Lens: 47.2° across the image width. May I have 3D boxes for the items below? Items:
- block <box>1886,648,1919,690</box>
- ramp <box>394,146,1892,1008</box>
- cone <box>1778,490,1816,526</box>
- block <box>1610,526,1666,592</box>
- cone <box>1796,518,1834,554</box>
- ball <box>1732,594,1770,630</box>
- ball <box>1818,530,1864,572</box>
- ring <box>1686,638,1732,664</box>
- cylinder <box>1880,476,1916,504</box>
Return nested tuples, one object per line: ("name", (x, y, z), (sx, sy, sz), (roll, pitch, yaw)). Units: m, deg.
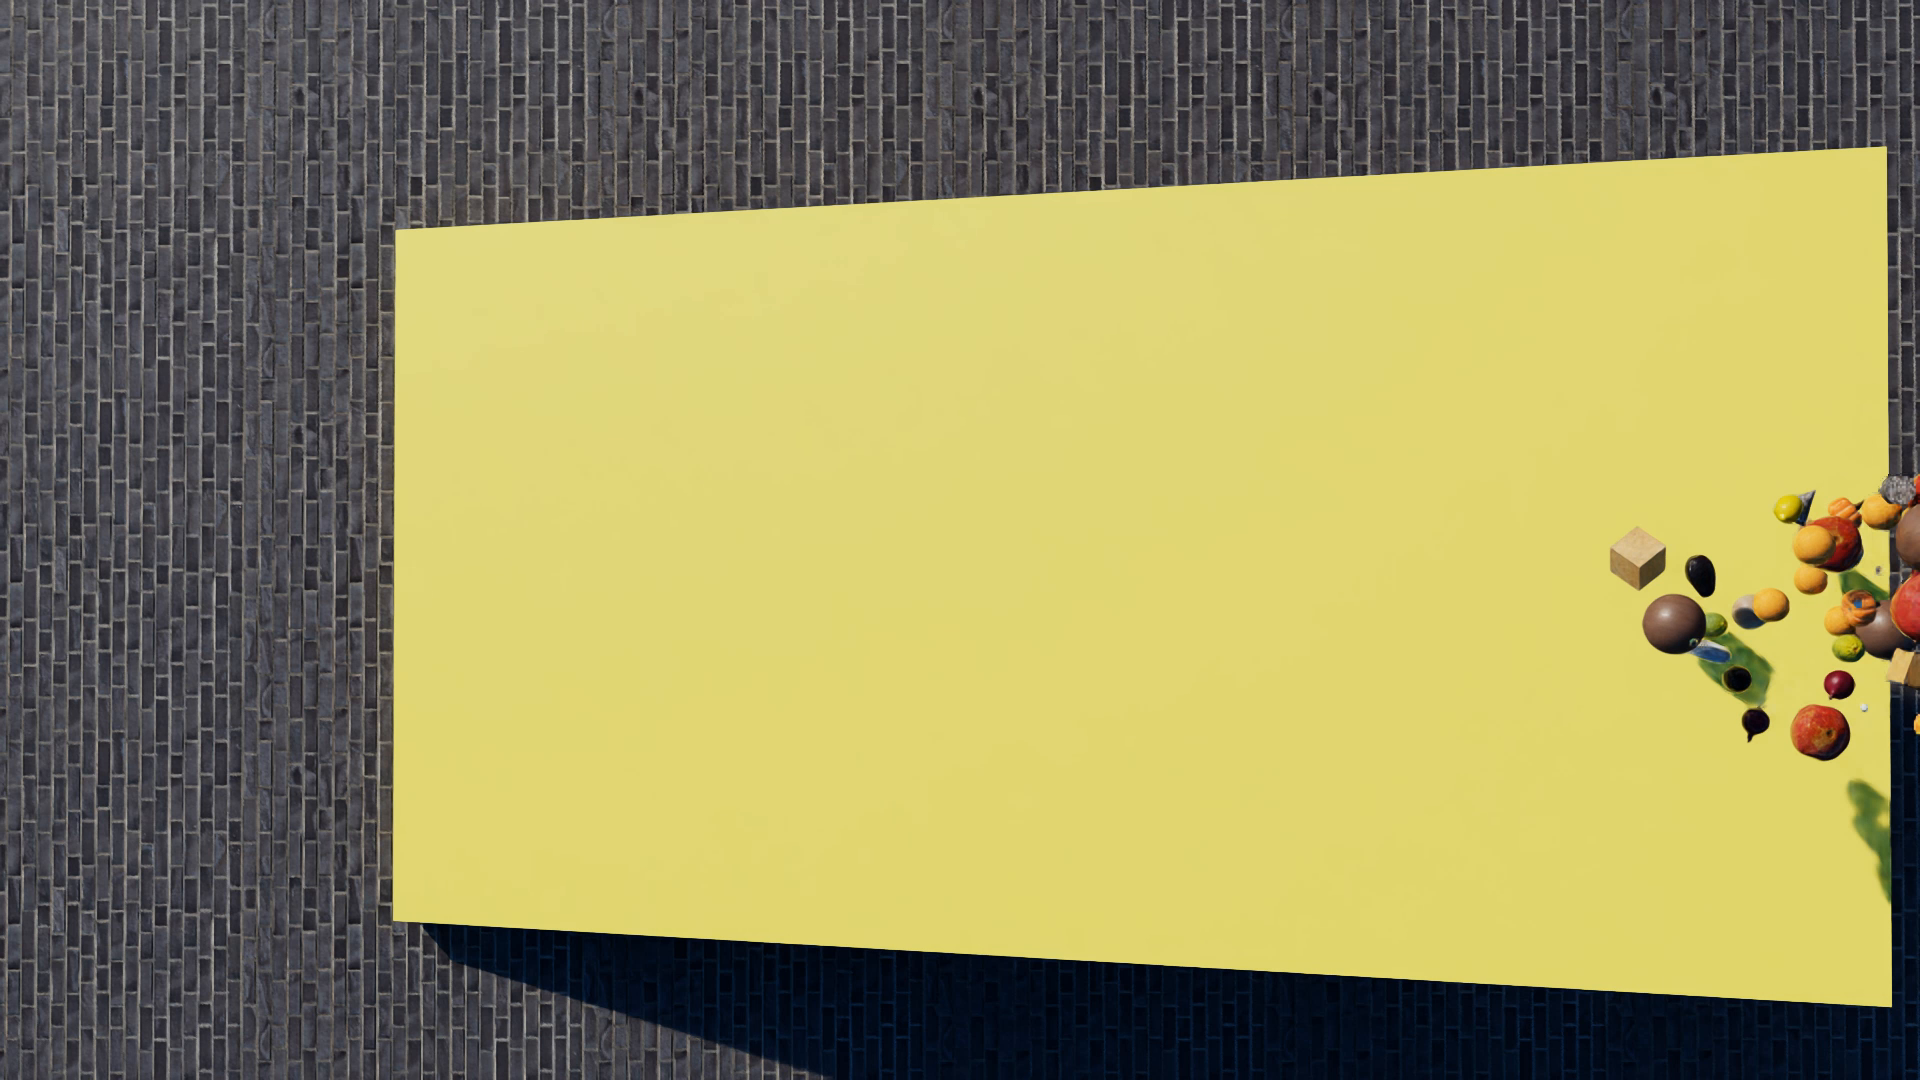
("block", (1.825, 0.250, 4.209), (0.062, 0.062, 0.062), (18, 92, -9))
("ramp", (0.277, 0.092, 5.787), (4.000, 0.100, 2.000), (0, 89, 18))
("cone", (1.898, -0.086, 4.948), (0.079, 0.079, 0.079), (38, 116, 0))
("block", (1.553, 0.043, 5.037), (0.087, 0.087, 0.087), (-35, 49, -15))
("cone", (1.951, -0.031, 5.063), (0.090, 0.090, 0.090), (-13, 45, 0))
("ball", (1.706, 0.156, 4.747), (0.078, 0.078, 0.078), (0, 89, 0))
("ball", (2.001, 0.024, 4.994), (0.094, 0.094, 0.094), (0, 89, 0))
("ring", (1.634, 0.242, 4.799), (0.098, 0.098, 0.033), (14, 101, 0))
("cylinder", (1.755, -0.093, 4.113), (0.054, 0.054, 0.054), (0, 91, 14))
